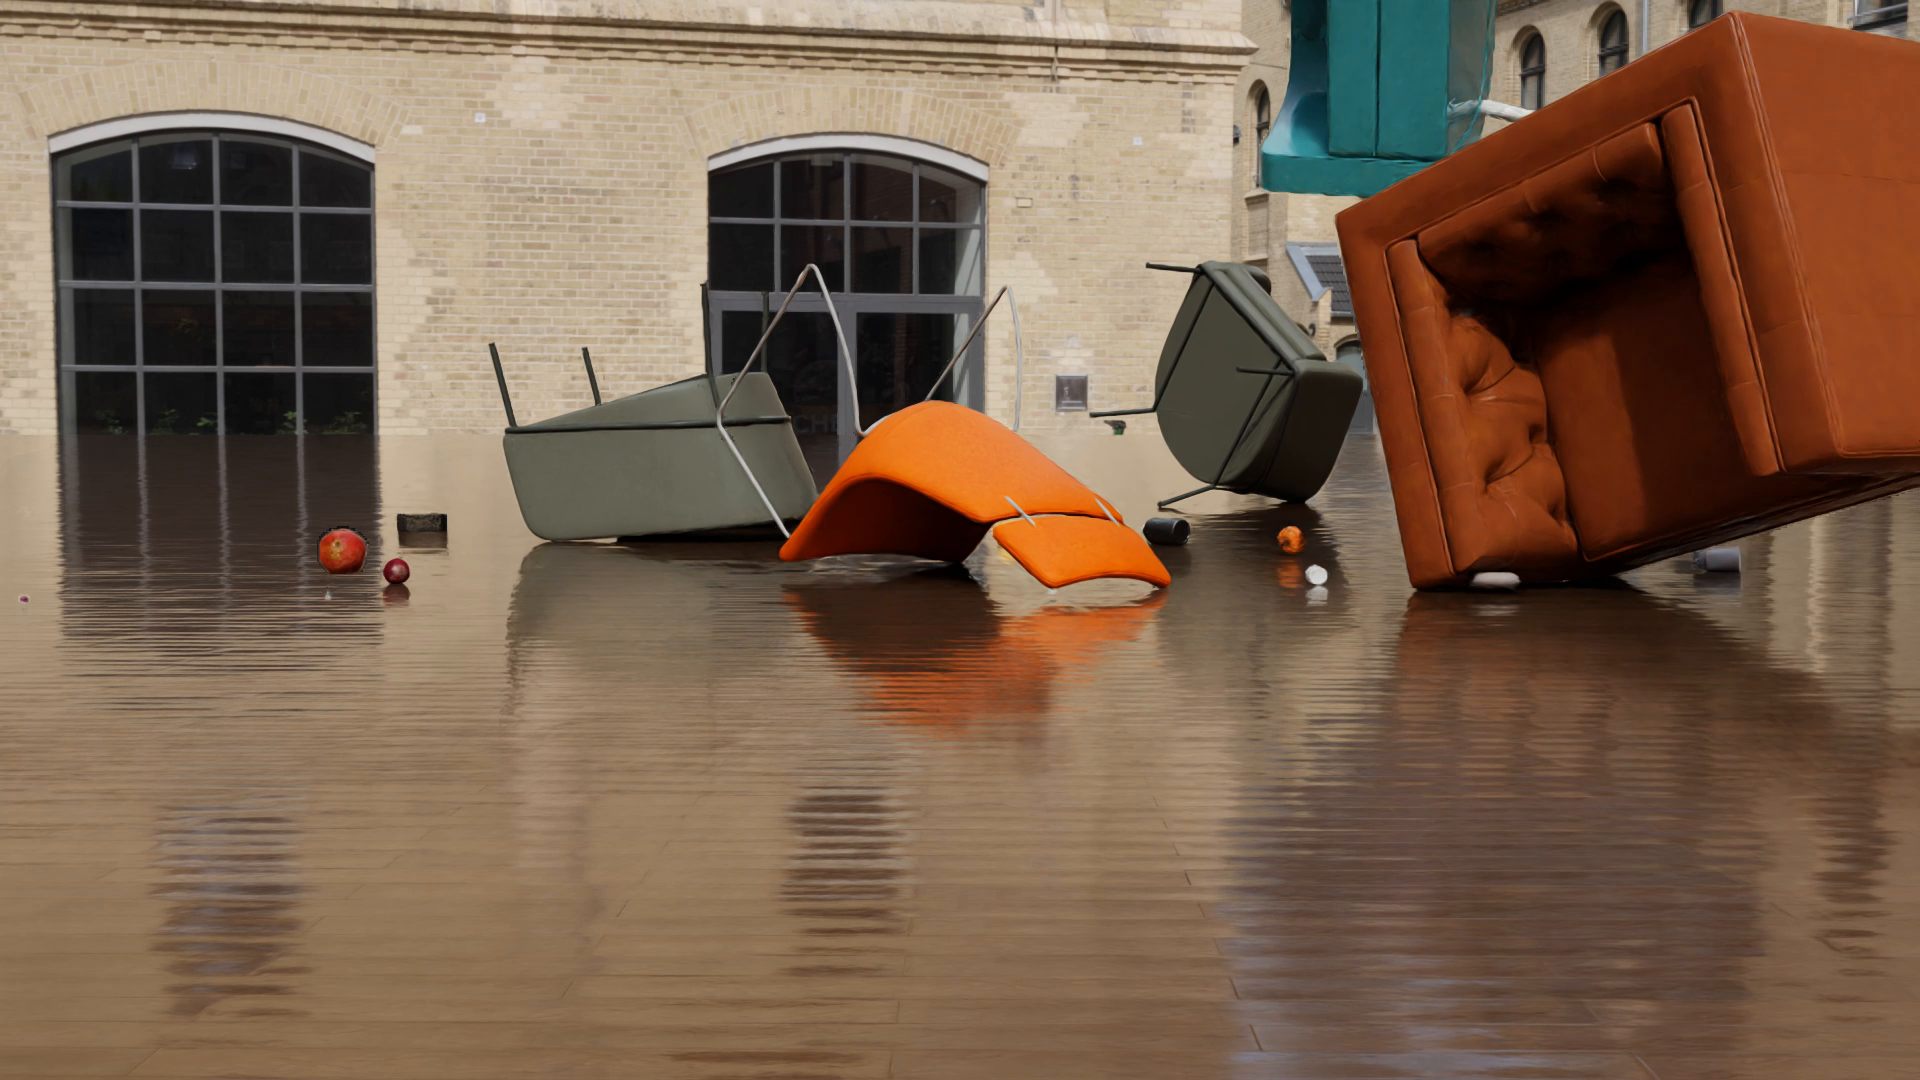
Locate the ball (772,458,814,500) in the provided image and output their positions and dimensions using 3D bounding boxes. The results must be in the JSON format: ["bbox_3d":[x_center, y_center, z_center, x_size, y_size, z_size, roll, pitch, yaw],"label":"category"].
[{"bbox_3d":[-0.619,-0.226,8.159,0.160,0.160,0.160,0,4,0],"label":"ball"}]

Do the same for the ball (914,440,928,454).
[{"bbox_3d":[-0.143,-0.342,8.067,0.054,0.054,0.054,0,4,0],"label":"ball"}]

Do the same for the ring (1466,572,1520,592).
[{"bbox_3d":[1.176,0.092,4.849,0.116,0.036,0.150,0,-4,8],"label":"ring"}]

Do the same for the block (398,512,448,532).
[{"bbox_3d":[-1.701,-0.056,6.961,0.128,0.055,0.112,-2,4,-29],"label":"block"}]

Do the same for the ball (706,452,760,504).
[{"bbox_3d":[-0.882,-0.241,8.532,0.209,0.209,0.209,0,4,0],"label":"ball"}]

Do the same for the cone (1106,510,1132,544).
[{"bbox_3d":[0.464,-0.042,6.441,0.065,0.098,0.098,-2,4,-29],"label":"cone"}]

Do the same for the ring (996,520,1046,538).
[{"bbox_3d":[0.187,-0.034,6.692,0.112,0.049,0.196,5,6,40],"label":"ring"}]

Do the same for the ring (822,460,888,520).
[{"bbox_3d":[-0.367,-0.174,7.614,0.295,0.062,0.275,-30,21,32],"label":"ring"}]
